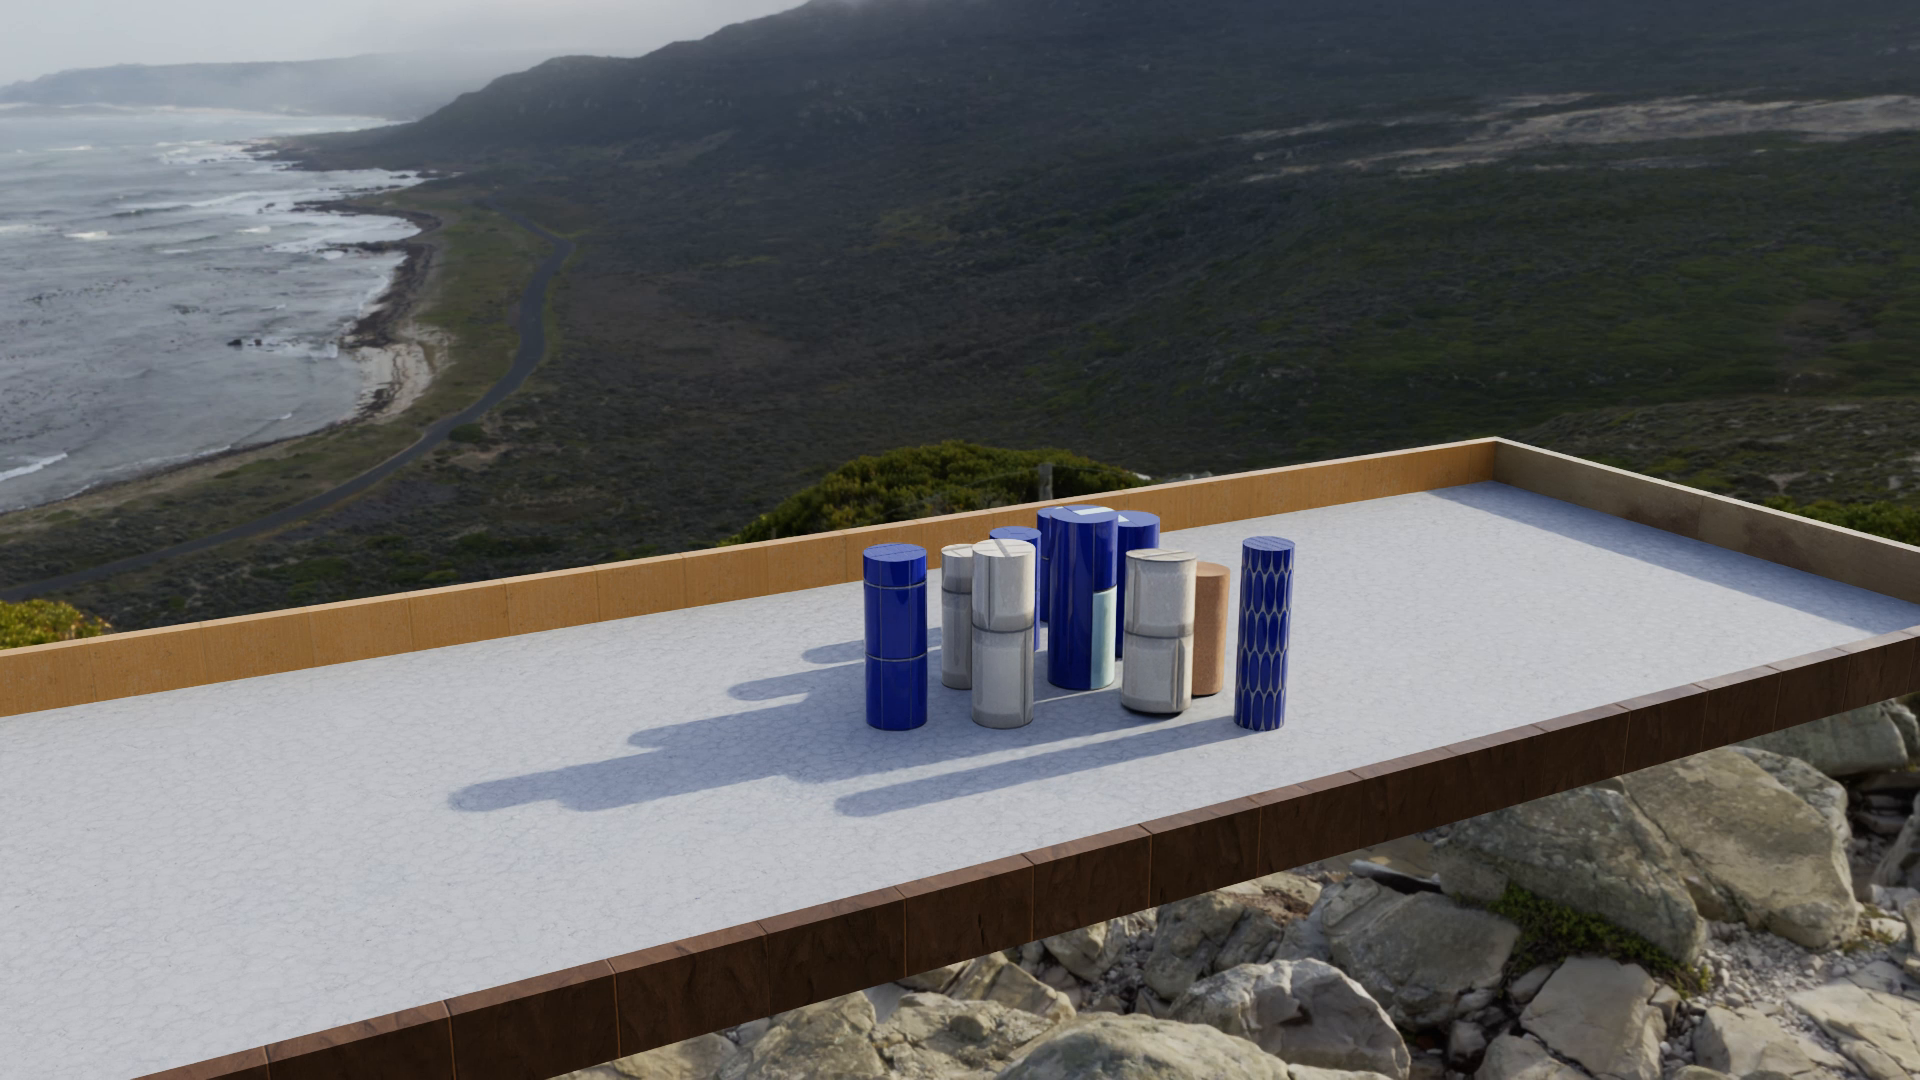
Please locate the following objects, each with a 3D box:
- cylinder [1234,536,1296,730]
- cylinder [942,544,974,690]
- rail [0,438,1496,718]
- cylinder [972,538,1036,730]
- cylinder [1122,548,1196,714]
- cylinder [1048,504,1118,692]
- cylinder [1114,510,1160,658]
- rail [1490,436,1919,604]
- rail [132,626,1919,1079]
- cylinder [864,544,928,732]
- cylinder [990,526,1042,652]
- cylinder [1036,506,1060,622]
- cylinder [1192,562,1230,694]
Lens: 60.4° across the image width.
[{"bbox_3d":[0.707,0.218,3.836,0.119,0.438,0.119,0,16,0],"label":"cylinder"},{"bbox_3d":[0.011,0.191,4.093,0.114,0.345,0.114,0,16,0],"label":"cylinder"},{"bbox_3d":[-3.305,0.497,3.399,12.000,0.150,0.050,-9,18,-27],"label":"rail"},{"bbox_3d":[0.101,0.220,3.859,0.146,0.421,0.146,0,16,0],"label":"cylinder"},{"bbox_3d":[0.475,0.214,3.946,0.167,0.366,0.167,1,10,0],"label":"cylinder"},{"bbox_3d":[0.304,0.143,4.102,0.169,0.432,0.169,0,16,0],"label":"cylinder"},{"bbox_3d":[0.440,0.115,4.329,0.158,0.357,0.158,0,16,0],"label":"cylinder"},{"bbox_3d":[2.466,-0.048,5.253,0.050,0.150,2.100,-9,18,-27],"label":"rail"},{"bbox_3d":[-2.336,1.006,1.665,12.000,0.150,0.050,-9,18,-27],"label":"rail"},{"bbox_3d":[-0.150,0.226,3.850,0.147,0.414,0.147,0,16,0],"label":"cylinder"},{"bbox_3d":[0.145,0.132,4.350,0.136,0.313,0.136,0,16,0],"label":"cylinder"},{"bbox_3d":[0.280,0.069,4.584,0.136,0.301,0.136,0,16,0],"label":"cylinder"},{"bbox_3d":[0.584,0.216,4.073,0.147,0.300,0.147,1,13,0],"label":"cylinder"}]
